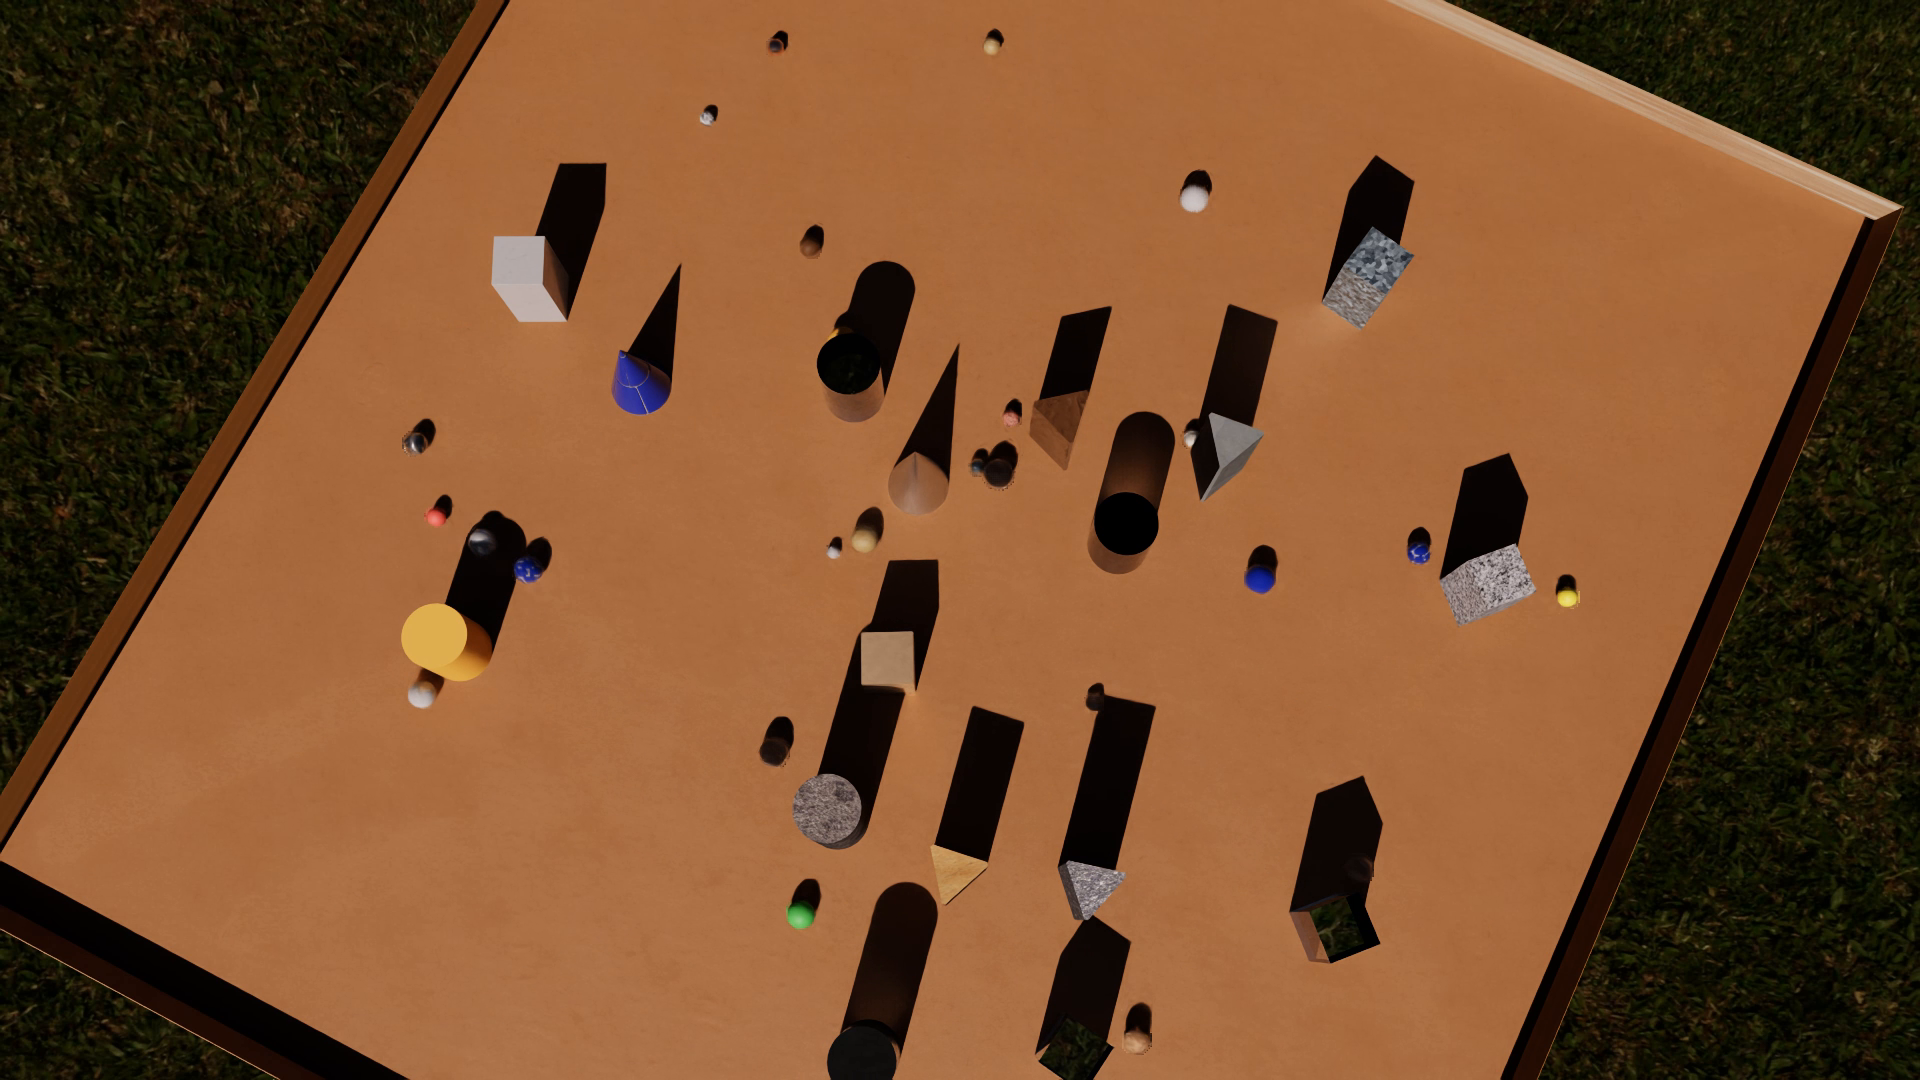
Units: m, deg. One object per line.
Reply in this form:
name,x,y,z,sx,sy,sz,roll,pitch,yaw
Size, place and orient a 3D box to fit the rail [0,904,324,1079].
rail,-0.999,1.963,5.147,4.316,0.122,0.045,26,80,5

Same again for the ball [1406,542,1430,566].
ball,1.395,0.041,5.572,0.071,0.071,0.071,0,78,0

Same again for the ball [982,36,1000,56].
ball,0.102,-1.595,5.917,0.057,0.057,0.057,0,78,0

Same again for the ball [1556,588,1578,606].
ball,1.840,0.173,5.550,0.060,0.060,0.060,0,78,0

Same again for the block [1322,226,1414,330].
block,1.243,-0.795,5.605,0.151,0.345,0.151,36,81,7

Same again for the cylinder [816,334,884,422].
cylinder,-0.329,-0.488,5.559,0.189,0.311,0.189,0,78,0

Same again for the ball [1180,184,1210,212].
ball,0.743,-1.081,5.794,0.090,0.090,0.090,0,78,0

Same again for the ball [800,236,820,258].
ball,-0.474,-0.925,5.774,0.066,0.066,0.066,0,78,0

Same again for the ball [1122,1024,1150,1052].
ball,0.508,1.437,5.280,0.077,0.077,0.077,0,78,0

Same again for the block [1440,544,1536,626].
block,1.558,0.137,5.424,0.151,0.321,0.151,-20,79,-4

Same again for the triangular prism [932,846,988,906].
triangular prism,-0.031,0.931,5.225,0.163,0.389,0.141,-41,81,-8

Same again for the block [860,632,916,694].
block,-0.211,0.365,5.420,0.151,0.236,0.151,-1,78,0

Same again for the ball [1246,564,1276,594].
ball,0.910,0.118,5.546,0.090,0.090,0.090,0,78,0

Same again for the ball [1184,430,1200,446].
ball,0.717,-0.314,5.654,0.054,0.054,0.054,0,78,0

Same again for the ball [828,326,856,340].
ball,-0.363,-0.616,5.696,0.094,0.094,0.094,0,78,0

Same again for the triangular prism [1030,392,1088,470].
triangular prism,0.322,-0.355,5.515,0.141,0.341,0.163,-42,81,-8

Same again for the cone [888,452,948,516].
cone,-0.128,-0.211,5.444,0.189,0.422,0.189,0,78,0

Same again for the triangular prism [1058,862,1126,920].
triangular prism,0.343,0.964,5.182,0.141,0.460,0.163,42,81,8

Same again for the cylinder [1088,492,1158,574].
cylinder,0.484,-0.018,5.468,0.189,0.298,0.189,0,78,0

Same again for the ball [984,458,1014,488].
ball,0.119,-0.203,5.613,0.090,0.090,0.090,0,78,0

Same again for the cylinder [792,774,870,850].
cylinder,-0.363,0.779,5.222,0.189,0.457,0.189,0,78,0

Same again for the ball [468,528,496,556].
ball,-1.452,0.006,5.572,0.084,0.084,0.084,0,78,0

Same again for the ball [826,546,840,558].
ball,-0.386,0.037,5.588,0.041,0.041,0.041,0,78,0

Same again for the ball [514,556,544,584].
ball,-1.307,0.090,5.554,0.086,0.086,0.086,0,78,0

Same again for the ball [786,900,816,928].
ball,-0.464,1.093,5.348,0.082,0.082,0.082,0,78,0

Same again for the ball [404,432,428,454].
ball,-1.675,-0.297,5.642,0.070,0.070,0.070,0,78,0

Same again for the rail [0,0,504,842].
rail,-1.909,-0.928,5.745,0.045,0.122,4.516,26,80,5

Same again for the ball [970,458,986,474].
ball,0.056,-0.227,5.638,0.050,0.050,0.050,0,78,0

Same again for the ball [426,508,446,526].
ball,-1.599,-0.071,5.601,0.059,0.059,0.059,0,78,0

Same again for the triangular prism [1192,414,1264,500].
triangular prism,0.762,-0.266,5.451,0.163,0.432,0.141,-39,81,-7

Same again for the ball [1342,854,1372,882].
ball,1.165,0.963,5.374,0.084,0.084,0.084,0,78,0

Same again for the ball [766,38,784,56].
ball,-0.595,-1.590,5.916,0.057,0.057,0.057,0,78,0

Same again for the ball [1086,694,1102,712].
ball,0.402,0.487,5.490,0.051,0.051,0.051,0,78,0

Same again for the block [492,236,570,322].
block,-1.310,-0.795,5.604,0.151,0.346,0.151,0,78,0

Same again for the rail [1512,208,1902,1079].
rail,1.909,0.941,5.358,0.045,0.122,4.516,26,80,5

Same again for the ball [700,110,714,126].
ball,-0.810,-1.351,5.872,0.047,0.047,0.047,0,78,0

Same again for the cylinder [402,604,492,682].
cylinder,-1.509,0.305,5.404,0.189,0.293,0.189,0,78,0

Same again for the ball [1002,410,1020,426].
ball,0.158,-0.377,5.667,0.054,0.054,0.054,0,78,0

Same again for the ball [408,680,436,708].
ball,-1.609,0.460,5.479,0.082,0.082,0.082,0,78,0

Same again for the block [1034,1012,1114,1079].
block,0.321,1.447,5.186,0.151,0.257,0.151,34,80,7

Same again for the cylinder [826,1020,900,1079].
cylinder,-0.266,1.449,5.134,0.189,0.357,0.189,0,78,0

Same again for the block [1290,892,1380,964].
block,1.065,1.105,5.227,0.151,0.315,0.151,-20,79,-4

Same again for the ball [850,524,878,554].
ball,-0.290,-0.003,5.573,0.086,0.086,0.086,0,78,0

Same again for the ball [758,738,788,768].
ball,-0.554,0.630,5.442,0.087,0.087,0.087,0,78,0

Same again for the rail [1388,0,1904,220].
rail,0.999,-1.951,5.956,4.316,0.122,0.045,26,80,5

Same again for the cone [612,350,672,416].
cone,-0.994,-0.518,5.533,0.189,0.373,0.189,0,78,0
